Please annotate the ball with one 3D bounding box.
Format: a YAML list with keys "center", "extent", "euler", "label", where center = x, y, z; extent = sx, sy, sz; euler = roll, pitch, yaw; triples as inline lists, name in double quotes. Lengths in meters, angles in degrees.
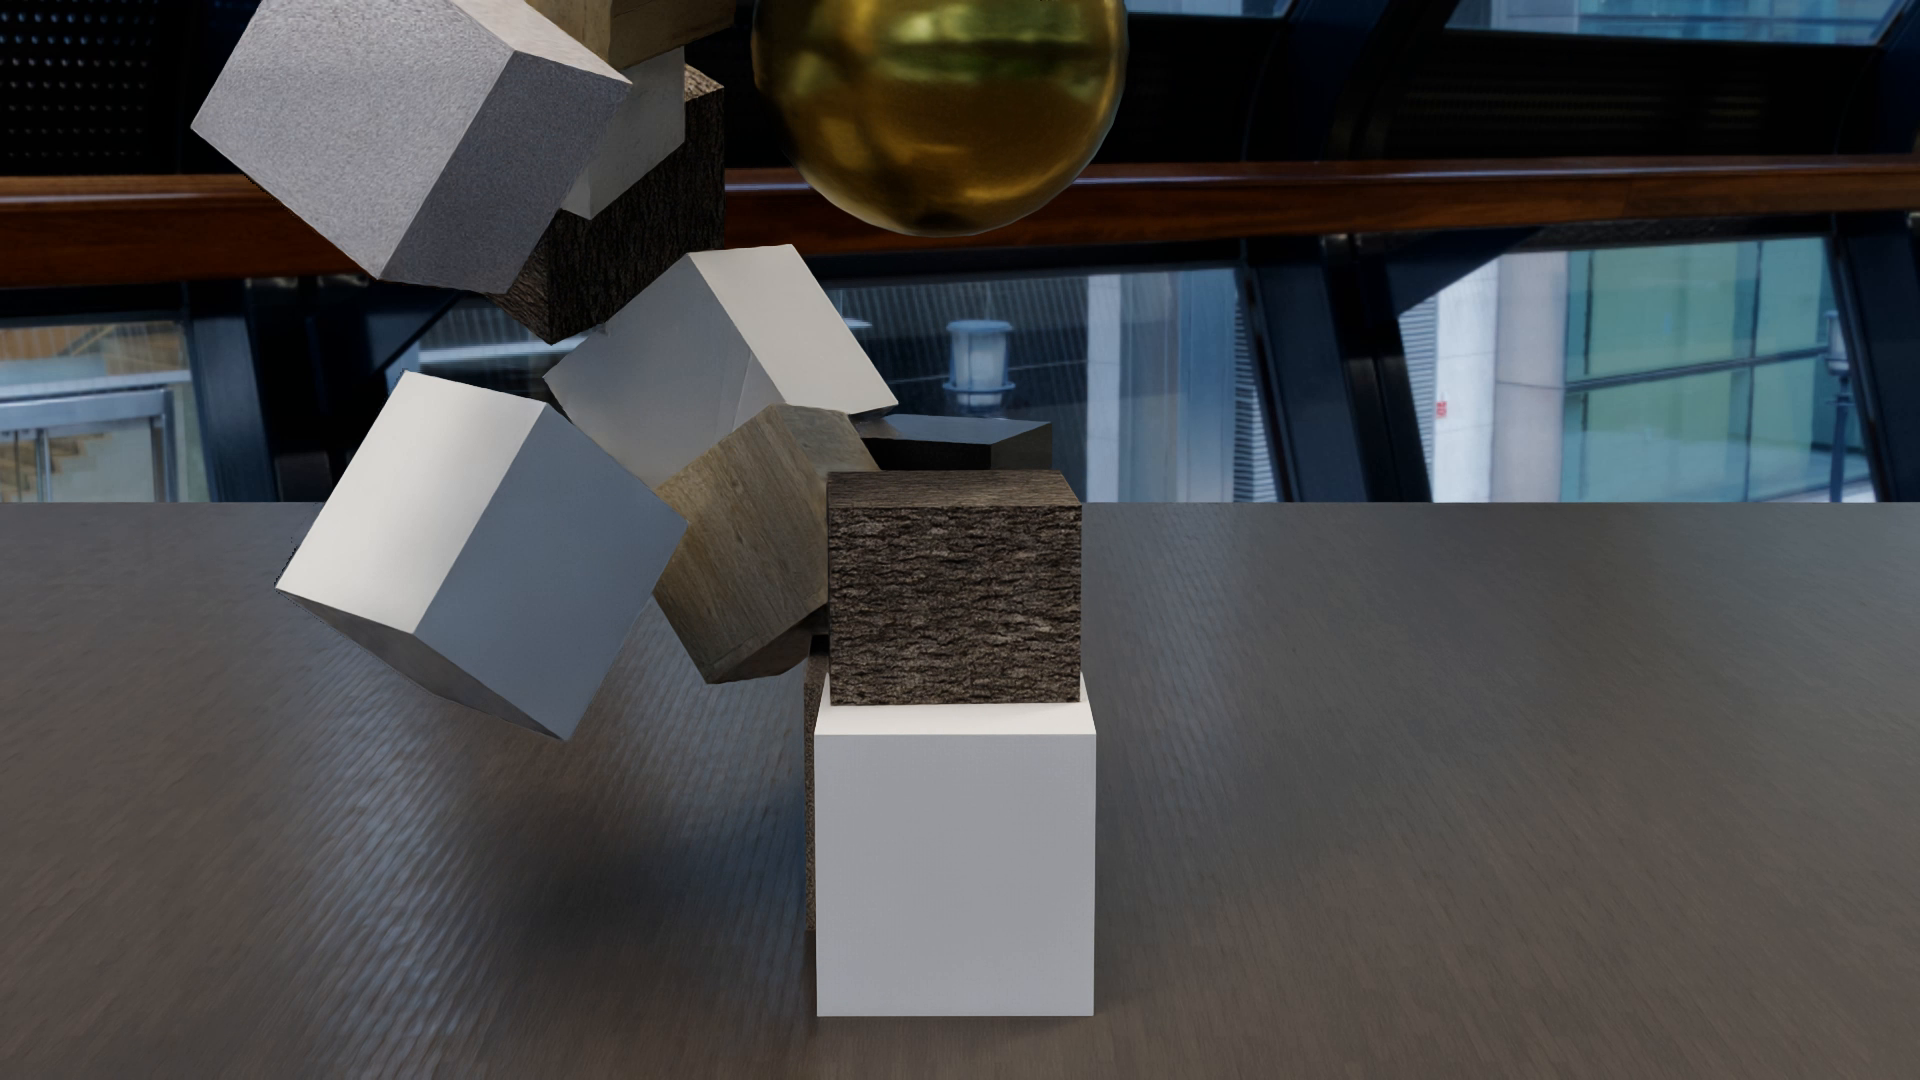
- center: [-0.084, -2.076, 10.803]
  extent: [1.600, 1.600, 1.600]
  euler: [0, 10, 0]
  label: "ball"

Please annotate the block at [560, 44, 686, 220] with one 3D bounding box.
- center: [-1.711, -1.941, 10.948]
  extent: [0.807, 0.653, 0.719]
  euler: [23, 45, 18]
  label: "block"

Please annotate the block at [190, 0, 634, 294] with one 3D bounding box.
- center: [-1.919, -1.532, 9.051]
  extent: [0.930, 0.914, 0.841]
  euler: [38, 14, 15]
  label: "block"

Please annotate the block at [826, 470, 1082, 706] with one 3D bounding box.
- center: [-0.043, 0.174, 10.308]
  extent: [0.968, 0.777, 0.908]
  euler: [-1, 10, -3]
  label: "block"

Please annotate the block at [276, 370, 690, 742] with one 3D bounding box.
- center: [-1.923, 0.060, 10.412]
  extent: [0.913, 1.036, 0.950]
  euler: [14, -21, 41]
  label: "block"

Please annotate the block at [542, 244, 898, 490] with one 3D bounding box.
- center: [-1.133, -0.718, 12.309]
  extent: [0.988, 0.957, 1.059]
  euler: [-37, -7, 24]
  label: "block"

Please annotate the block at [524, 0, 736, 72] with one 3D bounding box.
- center: [-1.410, -2.523, 10.437]
  extent: [0.732, 0.870, 0.752]
  euler: [30, 41, 26]
  label: "block"

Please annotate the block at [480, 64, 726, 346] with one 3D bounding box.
- center: [-1.824, -1.730, 11.983]
  extent: [1.026, 0.986, 1.030]
  euler: [-29, 50, -34]
  label: "block"

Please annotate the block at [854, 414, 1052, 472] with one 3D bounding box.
- center: [-0.093, -0.078, 12.268]
  extent: [0.831, 0.919, 0.834]
  euler: [4, 11, 21]
  label: "block"

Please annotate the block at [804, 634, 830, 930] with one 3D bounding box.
- center: [-0.134, 1.018, 11.026]
  extent: [1.025, 1.051, 0.936]
  euler: [0, 10, -1]
  label: "block"

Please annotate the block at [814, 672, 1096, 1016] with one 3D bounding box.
- center: [-0.020, 1.169, 10.069]
  extent: [1.043, 1.097, 0.987]
  euler: [0, 10, 0]
  label: "block"

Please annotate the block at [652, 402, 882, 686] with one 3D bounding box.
- center: [-0.810, 0.018, 11.417]
  extent: [0.923, 0.844, 0.865]
  euler: [-35, -10, 15]
  label: "block"
